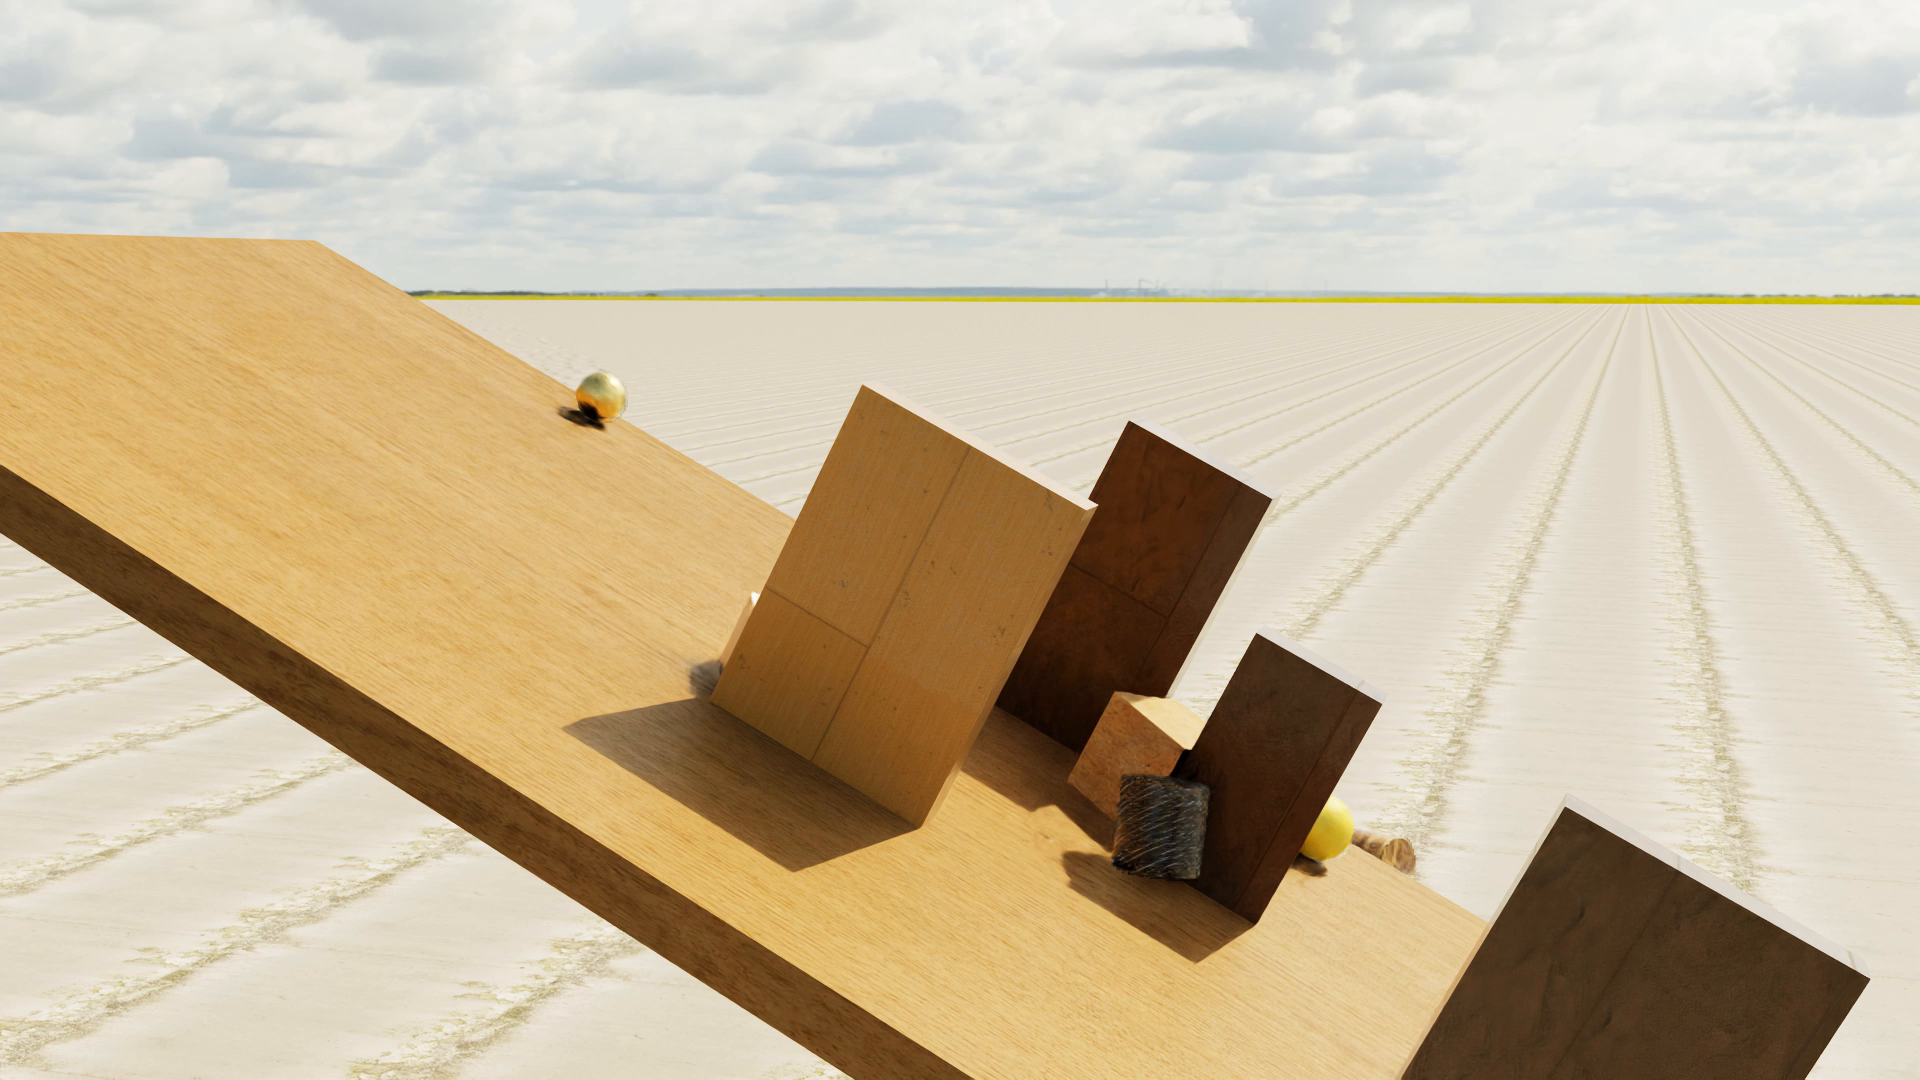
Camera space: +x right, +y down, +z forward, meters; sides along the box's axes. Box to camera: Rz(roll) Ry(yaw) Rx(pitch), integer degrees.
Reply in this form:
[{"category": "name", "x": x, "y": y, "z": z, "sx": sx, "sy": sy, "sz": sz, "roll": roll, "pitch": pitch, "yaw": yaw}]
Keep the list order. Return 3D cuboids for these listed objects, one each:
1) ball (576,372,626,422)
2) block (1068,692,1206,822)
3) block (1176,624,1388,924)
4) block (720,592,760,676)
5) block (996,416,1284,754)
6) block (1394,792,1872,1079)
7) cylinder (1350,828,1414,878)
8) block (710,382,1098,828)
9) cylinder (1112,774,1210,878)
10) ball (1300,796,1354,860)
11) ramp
[{"category": "ball", "x": -0.844, "y": -0.338, "z": 5.171, "sx": 0.117, "sy": 0.117, "sz": 0.117, "roll": 0, "pitch": 7, "yaw": 0}, {"category": "block", "x": 0.393, "y": 0.455, "z": 4.381, "sx": 0.210, "sy": 0.210, "sz": 0.210, "roll": 12, "pitch": 20, "yaw": -46}, {"category": "block", "x": 0.568, "y": 0.443, "z": 4.155, "sx": 0.264, "sy": 0.492, "sz": 0.098, "roll": 30, "pitch": 14, "yaw": 12}, {"category": "block", "x": -0.344, "y": 0.210, "z": 4.047, "sx": 0.146, "sy": 0.146, "sz": 0.146, "roll": 23, "pitch": 14, "yaw": -14}, {"category": "block", "x": 0.358, "y": 0.118, "z": 4.580, "sx": 0.333, "sy": 0.667, "sz": 0.137, "roll": 30, "pitch": 14, "yaw": 12}, {"category": "block", "x": 0.856, "y": 0.770, "z": 3.037, "sx": 0.441, "sy": 0.715, "sz": 0.085, "roll": 30, "pitch": 14, "yaw": 12}, {"category": "cylinder", "x": 1.230, "y": 0.966, "z": 6.585, "sx": 0.182, "sy": 0.182, "sz": 0.182, "roll": -7, "pitch": 9, "yaw": -43}, {"category": "block", "x": -0.105, "y": 0.112, "z": 3.820, "sx": 0.444, "sy": 0.635, "sz": 0.084, "roll": 30, "pitch": 14, "yaw": 12}, {"category": "cylinder", "x": 0.371, "y": 0.527, "z": 4.063, "sx": 0.164, "sy": 0.164, "sz": 0.164, "roll": 7, "pitch": 0, "yaw": 0}, {"category": "ball", "x": 0.762, "y": 0.606, "z": 4.652, "sx": 0.141, "sy": 0.141, "sz": 0.141, "roll": 0, "pitch": 7, "yaw": 0}, {"category": "ramp", "x": -0.229, "y": 0.382, "z": 4.151, "sx": 4.000, "sy": 0.100, "sz": 2.000, "roll": 30, "pitch": 14, "yaw": 12}]
